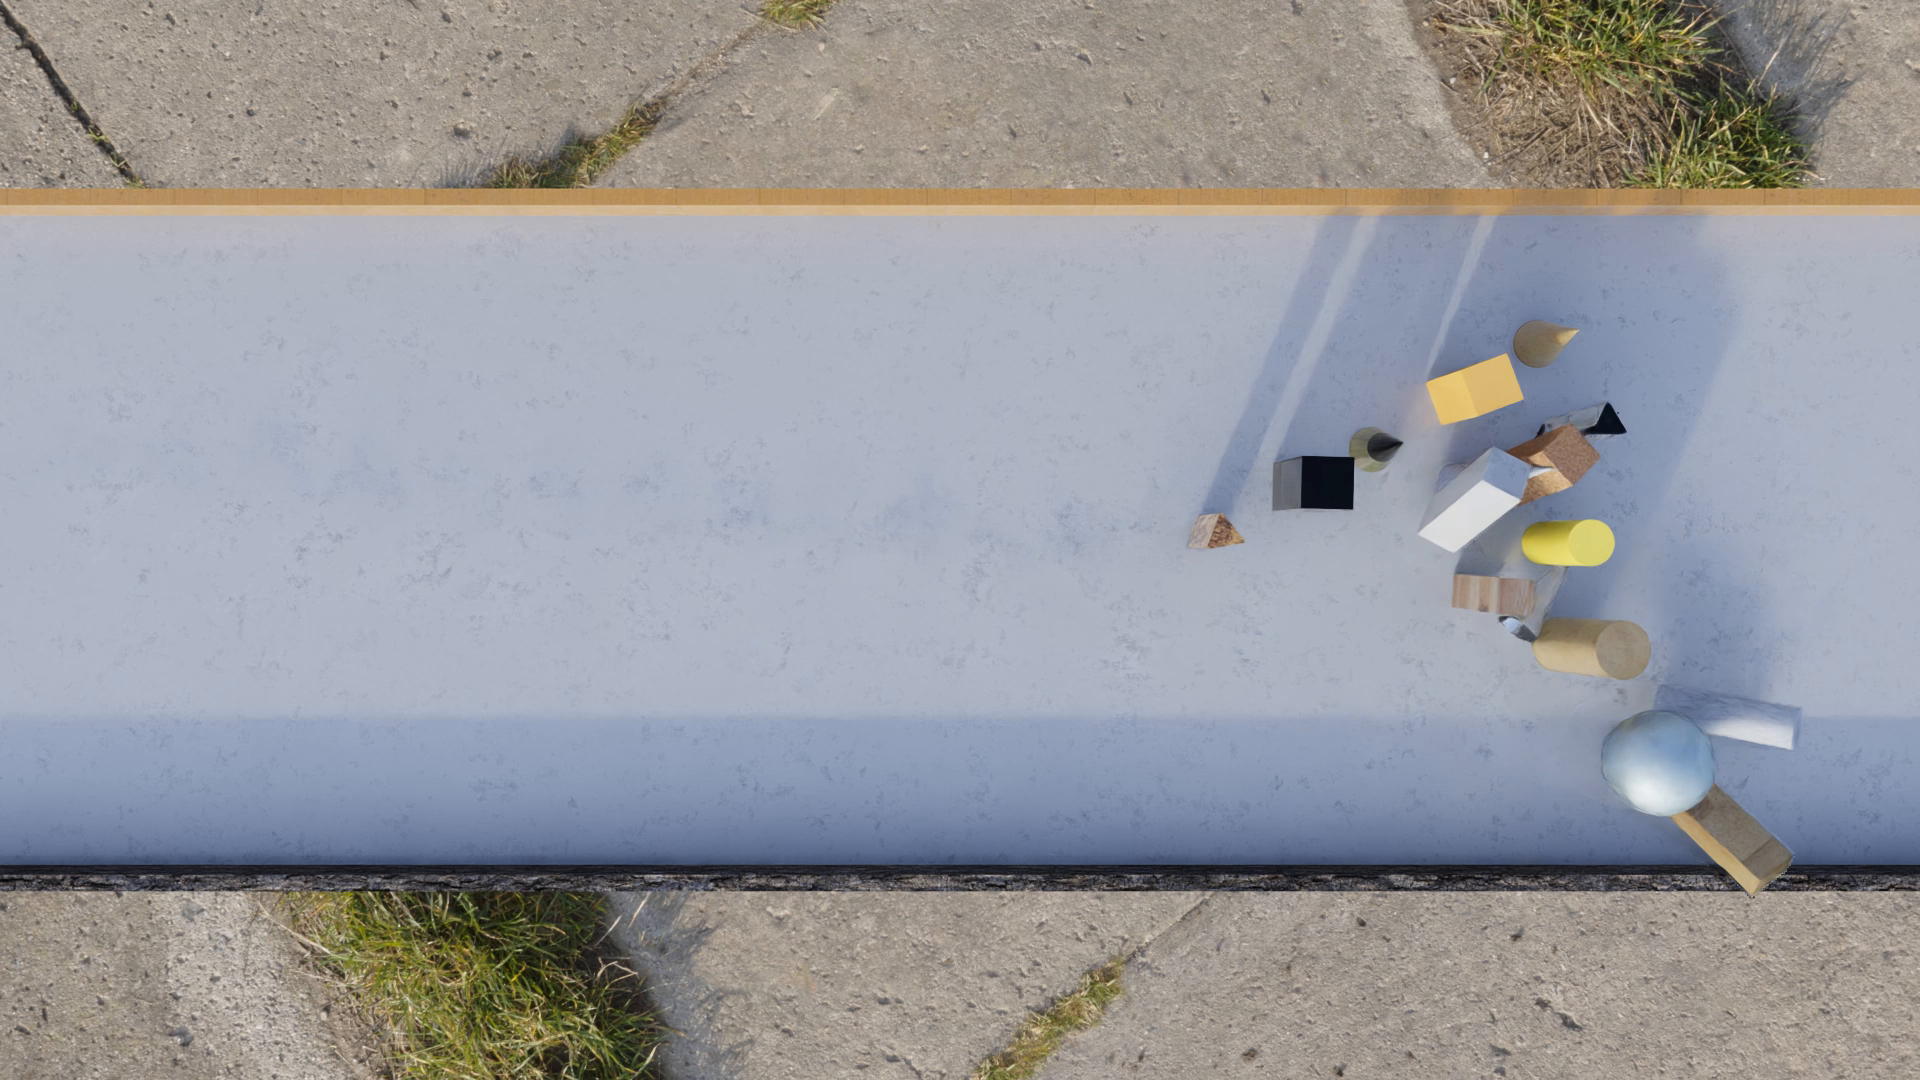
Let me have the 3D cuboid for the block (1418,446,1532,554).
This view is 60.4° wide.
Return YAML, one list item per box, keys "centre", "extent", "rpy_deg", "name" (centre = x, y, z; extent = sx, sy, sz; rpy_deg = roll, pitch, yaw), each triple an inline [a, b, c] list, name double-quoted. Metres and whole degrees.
- centre: [1.513, -0.115, 4.866]
  extent: [0.126, 0.384, 0.126]
  rpy_deg: [28, 63, -2]
  name: "block"

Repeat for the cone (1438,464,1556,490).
- centre: [1.606, -0.188, 4.864]
  extent: [0.126, 0.415, 0.126]
  rpy_deg: [3, 84, -27]
  name: "cone"

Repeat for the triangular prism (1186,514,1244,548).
- centre: [0.742, -0.031, 4.858]
  extent: [0.105, 0.436, 0.091]
  rpy_deg: [-9, 90, 0]
  name: "triangular prism"

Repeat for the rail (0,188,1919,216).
- centre: [-2.247, -1.025, 5.002]
  extent: [12.000, 0.150, 0.050]
  rpy_deg: [0, 90, 0]
  name: "rail"

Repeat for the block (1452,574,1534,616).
- centre: [1.576, 0.160, 4.892]
  extent: [0.103, 0.363, 0.103]
  rpy_deg: [4, 90, -3]
  name: "block"

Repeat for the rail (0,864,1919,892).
- centre: [-2.247, 1.025, 5.001]
  extent: [12.000, 0.150, 0.050]
  rpy_deg: [0, 90, 0]
  name: "rail"

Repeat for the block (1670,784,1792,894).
- centre: [2.242, 0.836, 4.901]
  extent: [0.127, 0.127, 0.426]
  rpy_deg: [-35, 57, -8]
  name: "block"

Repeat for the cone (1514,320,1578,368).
- centre: [1.777, -0.604, 4.903]
  extent: [0.149, 0.348, 0.149]
  rpy_deg: [0, 90, 0]
  name: "cone"

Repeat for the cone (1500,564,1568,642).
- centre: [1.799, 0.142, 5.045]
  extent: [0.128, 0.128, 0.336]
  rpy_deg: [39, 79, 0]
  name: "cone"

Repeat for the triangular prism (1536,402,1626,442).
- centre: [1.822, -0.337, 4.876]
  extent: [0.102, 0.398, 0.088]
  rpy_deg: [-1, 87, -5]
  name: "triangular prism"

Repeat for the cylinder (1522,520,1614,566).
- centre: [1.795, 0.009, 4.881]
  extent: [0.133, 0.390, 0.133]
  rpy_deg: [0, 90, 0]
  name: "cylinder"

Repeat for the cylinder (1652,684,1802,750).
- centre: [2.282, 0.524, 4.915]
  extent: [0.386, 0.123, 0.123]
  rpy_deg: [10, 90, 35]
  name: "cylinder"

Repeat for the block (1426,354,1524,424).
- centre: [1.524, -0.444, 4.898]
  extent: [0.141, 0.357, 0.141]
  rpy_deg: [-21, 90, 0]
  name: "block"

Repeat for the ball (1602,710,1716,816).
- centre: [2.037, 0.649, 4.809]
  extent: [0.306, 0.306, 0.306]
  rpy_deg: [0, 90, 0]
  name: "ball"

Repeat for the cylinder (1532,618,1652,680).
- centre: [1.862, 0.317, 4.879]
  extent: [0.169, 0.374, 0.169]
  rpy_deg: [0, 89, -8]
  name: "cylinder"

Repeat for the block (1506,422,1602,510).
- centre: [1.712, -0.213, 4.885]
  extent: [0.132, 0.361, 0.132]
  rpy_deg: [-42, 90, -16]
  name: "block"

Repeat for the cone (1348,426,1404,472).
- centre: [1.267, -0.278, 4.891]
  extent: [0.140, 0.371, 0.140]
  rpy_deg: [0, 90, 0]
  name: "cone"

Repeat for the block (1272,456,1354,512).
- centre: [1.037, -0.162, 4.864]
  extent: [0.148, 0.425, 0.148]
  rpy_deg: [1, 90, 0]
  name: "block"
